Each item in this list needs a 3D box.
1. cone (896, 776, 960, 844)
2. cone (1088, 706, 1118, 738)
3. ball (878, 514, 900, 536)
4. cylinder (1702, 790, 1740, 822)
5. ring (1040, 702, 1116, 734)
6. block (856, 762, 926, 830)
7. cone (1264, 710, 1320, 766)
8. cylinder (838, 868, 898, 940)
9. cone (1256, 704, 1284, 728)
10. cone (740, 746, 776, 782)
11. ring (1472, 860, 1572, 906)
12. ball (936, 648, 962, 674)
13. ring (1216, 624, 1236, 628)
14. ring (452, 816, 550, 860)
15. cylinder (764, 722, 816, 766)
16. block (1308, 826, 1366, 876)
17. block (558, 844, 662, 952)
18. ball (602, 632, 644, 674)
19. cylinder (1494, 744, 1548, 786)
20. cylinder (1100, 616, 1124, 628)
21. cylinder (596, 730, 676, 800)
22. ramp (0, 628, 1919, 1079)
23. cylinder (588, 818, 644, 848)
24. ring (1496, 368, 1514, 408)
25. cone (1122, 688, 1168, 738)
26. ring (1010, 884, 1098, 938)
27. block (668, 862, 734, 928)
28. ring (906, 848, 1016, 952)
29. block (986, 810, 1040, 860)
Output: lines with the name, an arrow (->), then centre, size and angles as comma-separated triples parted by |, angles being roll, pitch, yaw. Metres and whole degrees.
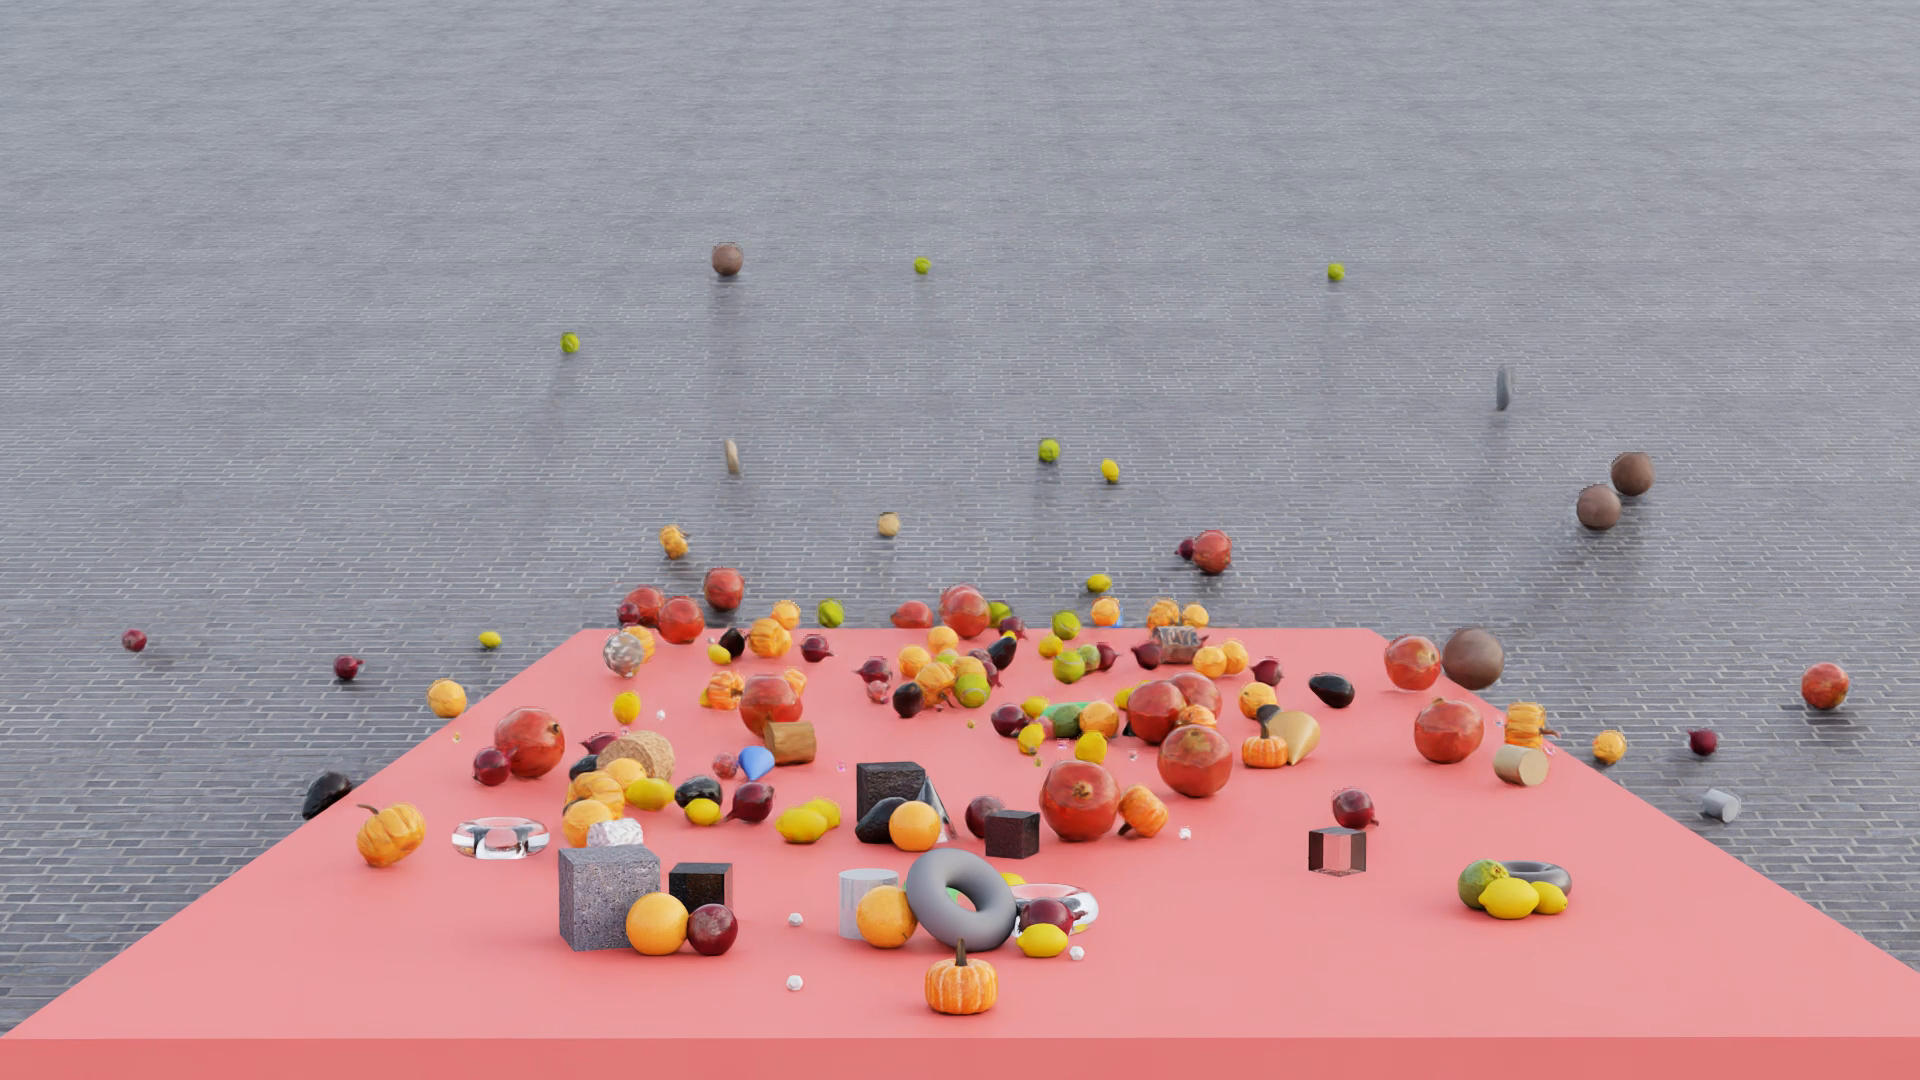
cone -> -0.045, 0.375, 3.622 | 0.089, 0.089, 0.089 | 0, 4, 0
cone -> 0.257, 0.327, 4.615 | 0.054, 0.054, 0.054 | 0, 4, 0
ball -> -0.207, -0.043, 7.488 | 0.066, 0.066, 0.066 | 0, 19, 0
cylinder -> 1.688, 0.589, 5.697 | 0.057, 0.057, 0.057 | -13, 23, -32
ring -> 0.216, 0.326, 4.689 | 0.140, 0.047, 0.140 | -2, 4, 0
block -> -0.101, 0.371, 3.725 | 0.085, 0.085, 0.085 | -1, 4, -13
cone -> 0.559, 0.353, 4.310 | 0.095, 0.095, 0.095 | 2, 32, 6
cylinder -> -0.107, 0.426, 3.004 | 0.070, 0.070, 0.070 | 0, 4, 0
cone -> 0.565, 0.337, 4.686 | 0.054, 0.054, 0.054 | 3, 31, 9
cone -> -0.332, 0.373, 4.133 | 0.060, 0.060, 0.060 | 2, 37, 7
ring -> 0.702, 0.428, 3.204 | 0.122, 0.041, 0.122 | -1, 3, 0
ball -> -0.025, 0.263, 5.563 | 0.055, 0.055, 0.055 | 0, 19, 0
ring -> 0.686, 0.245, 6.709 | 0.080, 0.027, 0.080 | -16, 13, 4
ring -> -0.627, 0.407, 3.504 | 0.132, 0.044, 0.132 | 1, 3, 0
cylinder -> -0.285, 0.340, 4.293 | 0.070, 0.070, 0.070 | -1, 19, -20
block -> 0.496, 0.410, 3.376 | 0.053, 0.053, 0.053 | -3, 5, -41
block -> -0.407, 0.413, 2.975 | 0.100, 0.100, 0.100 | -1, 4, -19
ball -> -0.710, 0.239, 5.418 | 0.086, 0.086, 0.086 | 0, 19, 0
cylinder -> 0.892, 0.358, 4.084 | 0.060, 0.060, 0.060 | -11, 9, -30
cylinder -> 0.399, 0.228, 6.732 | 0.052, 0.052, 0.052 | -7, 17, 15
cylinder -> -0.502, 0.349, 3.978 | 0.095, 0.095, 0.095 | 5, 5, 13
ramp -> 0.045, 0.409, 4.537 | 2.000, 0.100, 4.000 | 0, 4, 0
cylinder -> -0.464, 0.404, 3.454 | 0.054, 0.054, 0.054 | -3, 17, -42
ring -> 1.854, -0.520, 8.736 | 0.047, 0.141, 0.141 | 5, 20, 16
cone -> 0.335, 0.309, 4.642 | 0.086, 0.086, 0.086 | 0, 4, 0
ring -> 0.096, 0.437, 3.029 | 0.137, 0.046, 0.137 | -1, 4, 0
block -> -0.309, 0.424, 3.065 | 0.066, 0.066, 0.066 | 0, 4, 3
ring -> 0.002, 0.413, 2.946 | 0.139, 0.046, 0.139 | 23, 35, -17
block -> 0.072, 0.401, 3.495 | 0.056, 0.056, 0.056 | 2, 4, 26
